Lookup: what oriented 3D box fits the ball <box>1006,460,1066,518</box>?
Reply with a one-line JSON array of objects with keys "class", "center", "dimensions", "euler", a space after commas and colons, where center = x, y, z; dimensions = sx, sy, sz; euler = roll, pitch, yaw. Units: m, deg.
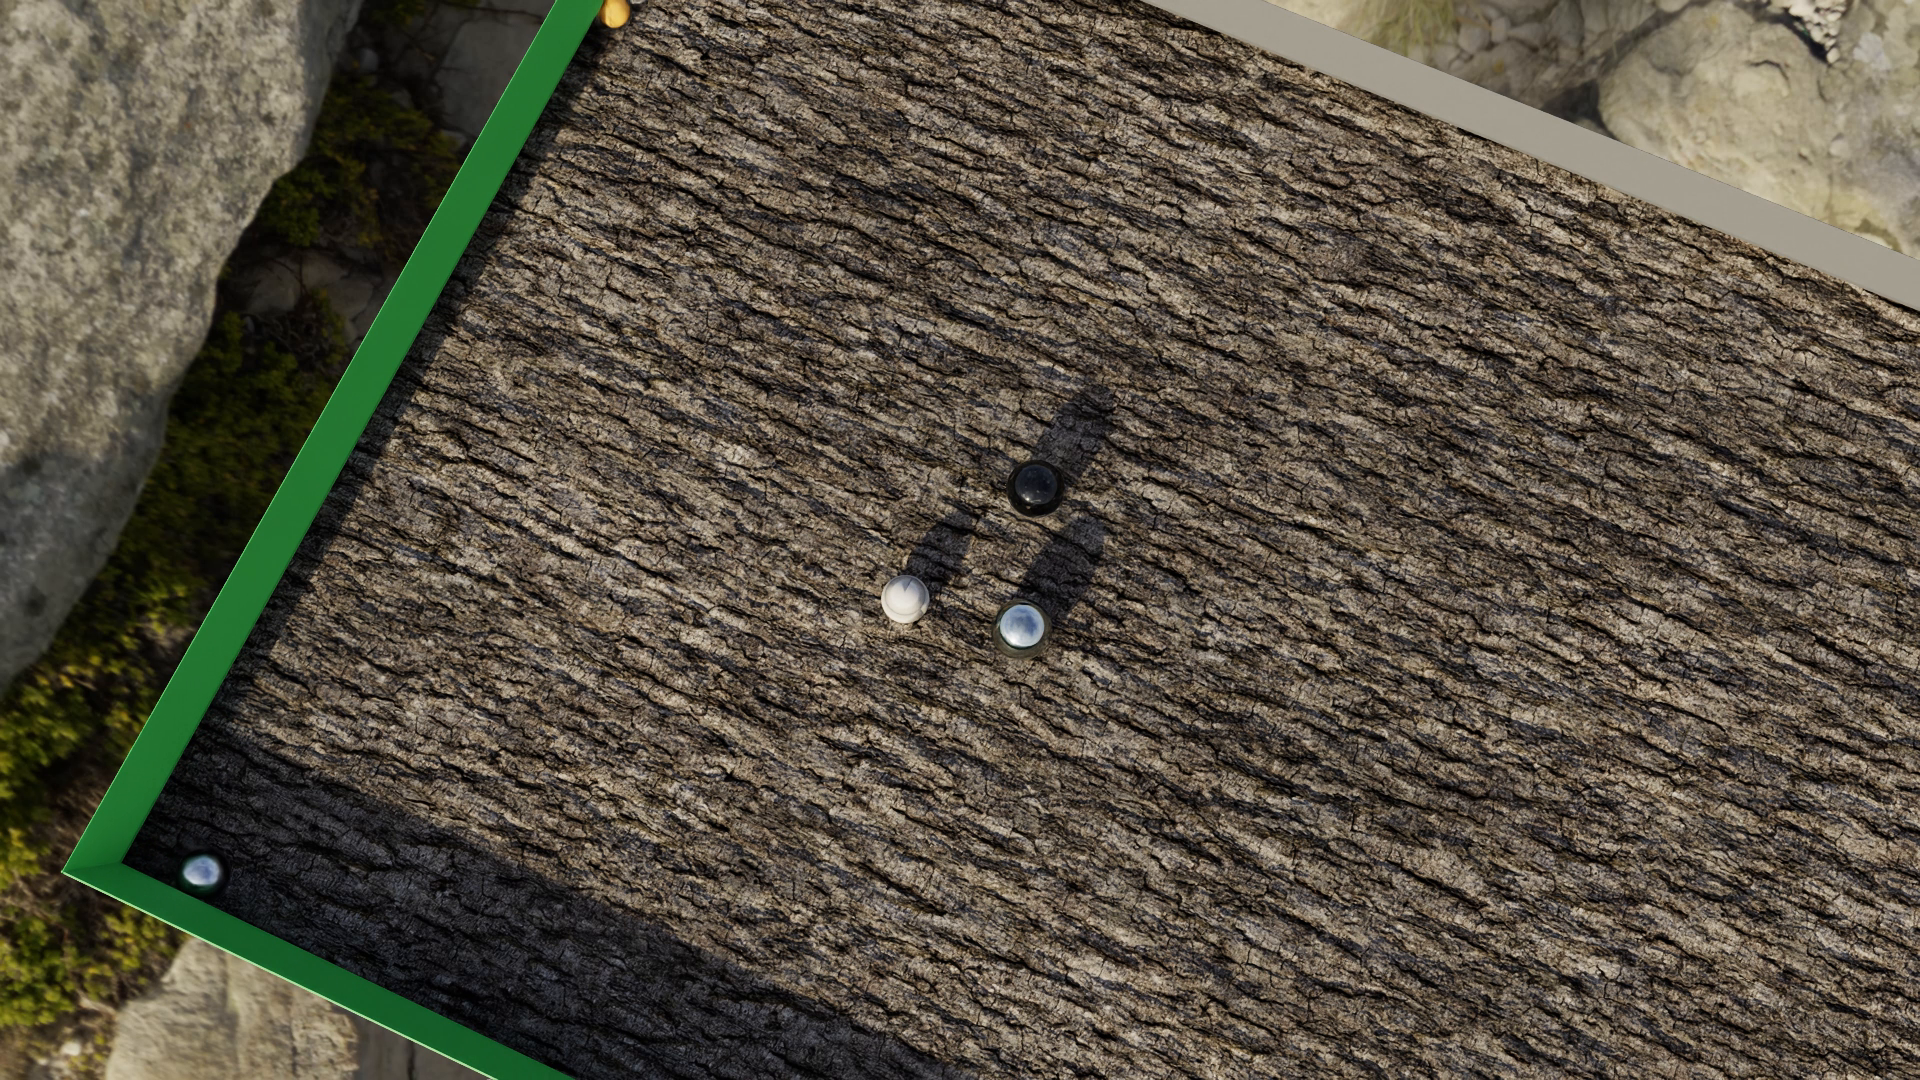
[{"class": "ball", "center": [0.116, -0.078, 3.384], "dimensions": [0.091, 0.091, 0.091], "euler": [0, 74, 0]}]

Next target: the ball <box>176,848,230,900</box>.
[{"class": "ball", "center": [-1.111, 0.490, 3.224], "dimensions": [0.075, 0.075, 0.075], "euler": [0, 74, 0]}]

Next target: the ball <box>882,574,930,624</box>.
[{"class": "ball", "center": [-0.083, 0.090, 3.343], "dimensions": [0.074, 0.074, 0.074], "euler": [0, 74, 0]}]

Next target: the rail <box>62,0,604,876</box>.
[{"class": "rail", "center": [-0.849, -0.376, 3.455], "dimensions": [0.045, 0.122, 2.008], "euler": [23, 75, 7]}]

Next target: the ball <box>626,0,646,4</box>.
[{"class": "ball", "center": [-0.540, -0.920, 3.648], "dimensions": [0.061, 0.061, 0.061], "euler": [0, 74, 0]}]

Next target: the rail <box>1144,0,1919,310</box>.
[{"class": "rail", "center": [1.275, -0.485, 3.487], "dimensions": [3.822, 0.122, 0.045], "euler": [23, 75, 7]}]

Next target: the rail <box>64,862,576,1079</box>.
[{"class": "rail", "center": [0.466, 1.227, 2.981], "dimensions": [3.822, 0.122, 0.045], "euler": [23, 75, 7]}]

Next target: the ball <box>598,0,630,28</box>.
[{"class": "ball", "center": [-0.574, -0.875, 3.639], "dimensions": [0.053, 0.053, 0.053], "euler": [0, 74, 0]}]

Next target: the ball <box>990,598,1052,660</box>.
[{"class": "ball", "center": [0.093, 0.135, 3.320], "dimensions": [0.094, 0.094, 0.094], "euler": [0, 74, 0]}]
